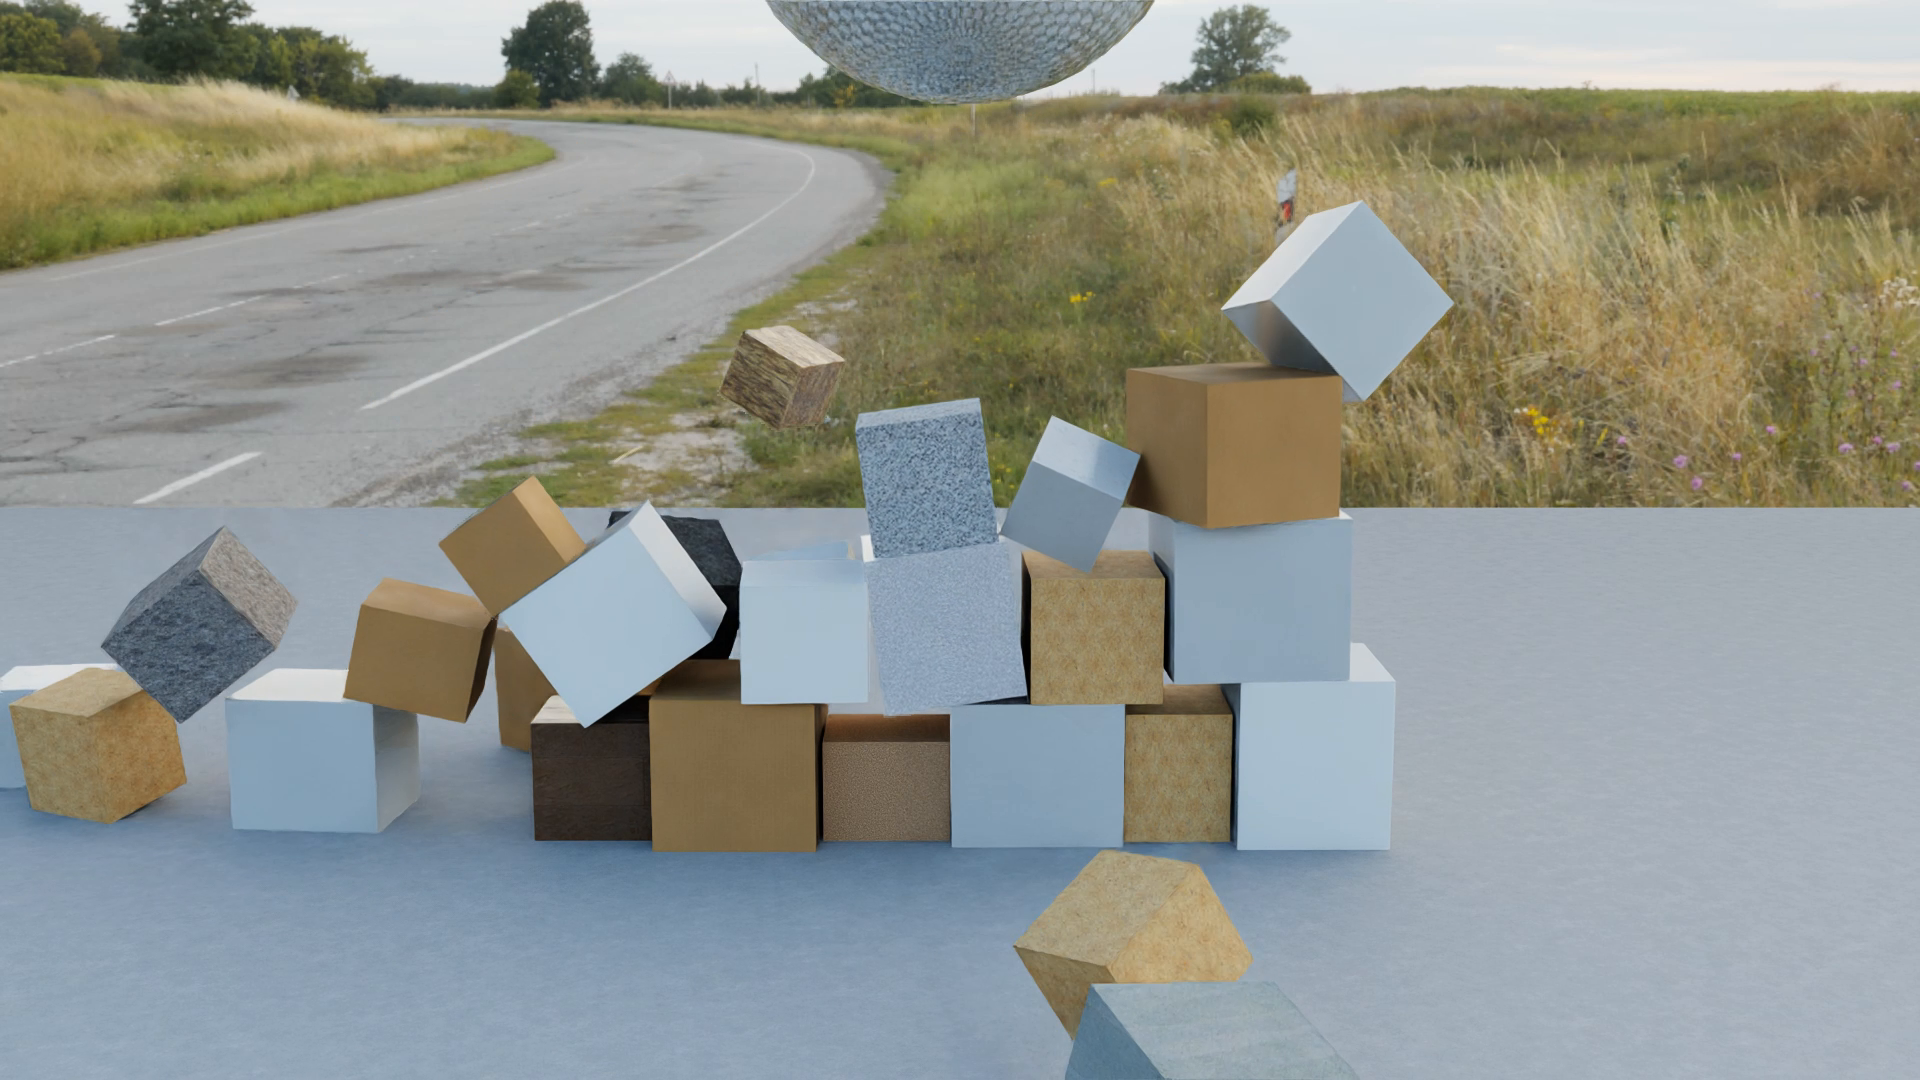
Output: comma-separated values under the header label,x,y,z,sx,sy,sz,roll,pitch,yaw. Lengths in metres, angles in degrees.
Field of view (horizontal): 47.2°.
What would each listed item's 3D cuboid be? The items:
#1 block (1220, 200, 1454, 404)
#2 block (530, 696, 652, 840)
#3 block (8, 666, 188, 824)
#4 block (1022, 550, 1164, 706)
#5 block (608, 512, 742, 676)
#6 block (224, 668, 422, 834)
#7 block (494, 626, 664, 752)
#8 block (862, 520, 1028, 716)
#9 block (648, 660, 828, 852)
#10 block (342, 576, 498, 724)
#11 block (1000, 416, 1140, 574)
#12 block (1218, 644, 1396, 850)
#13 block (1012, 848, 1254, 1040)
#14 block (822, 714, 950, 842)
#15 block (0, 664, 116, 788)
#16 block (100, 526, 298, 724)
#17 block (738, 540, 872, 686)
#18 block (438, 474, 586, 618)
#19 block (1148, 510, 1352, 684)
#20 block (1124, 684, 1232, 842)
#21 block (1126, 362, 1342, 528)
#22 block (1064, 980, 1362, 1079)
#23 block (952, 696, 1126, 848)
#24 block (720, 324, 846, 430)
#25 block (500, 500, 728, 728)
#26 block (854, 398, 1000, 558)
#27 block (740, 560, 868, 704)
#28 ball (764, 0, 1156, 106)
label,x,y,z,sx,sy,sz,roll,pitch,yaw
block,1.885,-1.173,11.041,0.688,0.697,0.647,-47,12,-9
block,-1.853,1.174,11.392,0.614,0.614,0.567,0,10,0
block,-4.573,1.084,11.688,0.569,0.607,0.545,5,21,26
block,0.667,0.436,11.249,0.659,0.638,0.758,0,10,-2
block,-1.645,0.310,12.355,0.638,0.620,0.695,5,30,-27
block,-3.339,1.100,11.577,0.774,0.693,0.664,1,10,5
block,-2.212,0.840,12.822,0.702,0.692,0.749,-8,7,-38
block,-0.090,0.375,11.201,0.710,0.782,0.751,-8,10,-2
block,-1.119,1.098,11.350,0.818,0.779,0.878,0,10,1
block,-2.778,0.565,11.394,0.620,0.499,0.600,13,11,-6
block,0.552,-0.228,10.993,0.489,0.459,0.506,24,32,1
block,1.769,1.050,11.368,0.767,0.864,0.855,0,10,0
block,0.638,1.519,8.090,0.541,0.472,0.532,-43,24,-29
block,-0.372,1.224,11.385,0.641,0.519,0.552,0,10,0
block,-5.074,1.033,12.352,0.554,0.547,0.573,-2,10,-9
block,-3.878,0.425,11.263,0.641,0.554,0.664,-37,20,7
block,-0.829,0.450,11.982,0.570,0.537,0.630,-10,39,8
block,-2.255,0.025,11.109,0.468,0.456,0.466,-34,9,8
block,1.460,0.225,11.228,0.876,0.808,0.897,-1,10,-3
block,1.099,1.147,11.396,0.537,0.666,0.628,0,10,0
block,1.354,-0.492,10.979,0.746,0.695,0.835,-5,11,-23
block,0.793,1.860,6.915,0.689,0.624,0.732,4,20,-26
block,0.390,1.114,11.371,0.862,0.740,0.758,0,10,0
block,-0.918,-0.848,11.395,0.396,0.360,0.415,32,23,21
block,-1.752,0.365,11.243,0.788,0.708,0.755,-34,9,5
block,-0.163,-0.320,11.045,0.622,0.649,0.602,-8,10,1
block,-0.783,0.454,11.067,0.619,0.589,0.660,-1,10,-3
ball,0.000,-2.248,7.241,1.600,1.600,1.600,0,10,0
